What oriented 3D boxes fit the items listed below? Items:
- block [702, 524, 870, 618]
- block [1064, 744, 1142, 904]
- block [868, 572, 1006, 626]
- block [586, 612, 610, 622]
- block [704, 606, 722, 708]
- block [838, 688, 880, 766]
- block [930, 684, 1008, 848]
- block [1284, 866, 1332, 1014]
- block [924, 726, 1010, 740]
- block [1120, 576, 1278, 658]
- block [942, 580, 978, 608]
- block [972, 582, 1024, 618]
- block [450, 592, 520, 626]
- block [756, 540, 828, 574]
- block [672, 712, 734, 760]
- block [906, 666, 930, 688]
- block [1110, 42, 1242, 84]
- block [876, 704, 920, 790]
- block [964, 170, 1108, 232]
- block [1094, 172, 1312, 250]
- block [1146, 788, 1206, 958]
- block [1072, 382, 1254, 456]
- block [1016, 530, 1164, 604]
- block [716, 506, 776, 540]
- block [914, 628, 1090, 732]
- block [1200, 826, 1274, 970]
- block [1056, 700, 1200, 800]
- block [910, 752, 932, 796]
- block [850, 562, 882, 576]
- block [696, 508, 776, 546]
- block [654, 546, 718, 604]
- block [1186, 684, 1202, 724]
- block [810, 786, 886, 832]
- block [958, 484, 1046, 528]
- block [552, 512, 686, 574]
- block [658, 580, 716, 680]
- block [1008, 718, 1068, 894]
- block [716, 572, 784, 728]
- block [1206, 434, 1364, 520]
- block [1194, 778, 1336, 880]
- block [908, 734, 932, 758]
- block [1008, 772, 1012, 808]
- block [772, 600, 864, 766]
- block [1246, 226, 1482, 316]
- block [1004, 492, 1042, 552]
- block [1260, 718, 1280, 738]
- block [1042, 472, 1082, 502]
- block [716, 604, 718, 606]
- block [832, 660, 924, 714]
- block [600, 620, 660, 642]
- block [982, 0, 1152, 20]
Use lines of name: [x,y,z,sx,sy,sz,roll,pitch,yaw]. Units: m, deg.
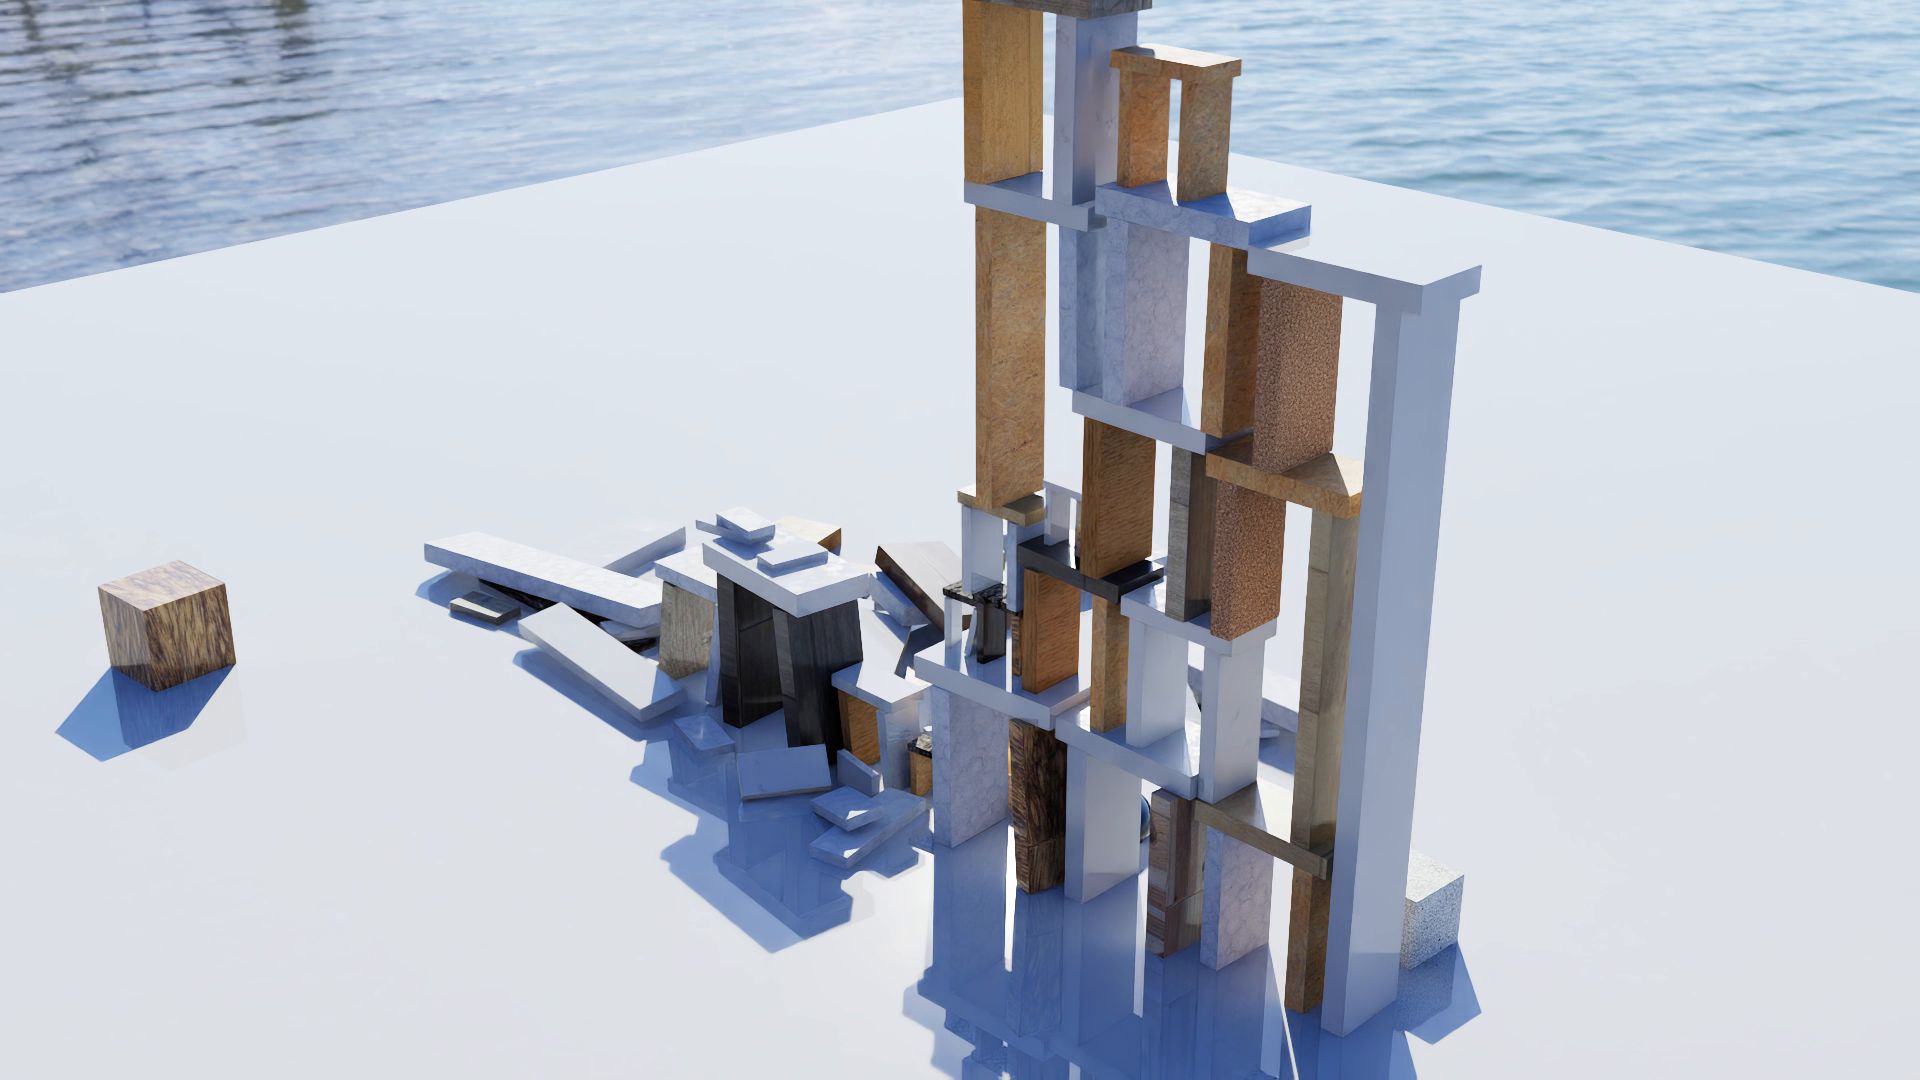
block: [-0.370,0.060,4.631,0.180,0.051,0.359,-17,28,-35]
block: [0.272,0.508,4.149,0.162,0.324,0.046,-21,31,-40]
block: [-0.025,0.130,5.291,0.356,0.050,0.178,-4,29,-32]
block: [-0.832,0.164,5.302,0.072,0.020,0.144,14,18,23]
block: [-0.492,0.240,4.868,0.127,0.254,0.036,-21,43,-41]
block: [-0.206,0.386,4.616,0.026,0.183,0.091,13,26,42]
block: [0.021,0.418,4.337,0.048,0.341,0.171,18,29,39]
block: [0.630,0.668,3.823,0.142,0.283,0.040,-21,31,-41]
block: [0.018,0.429,4.628,0.184,0.092,0.026,-7,15,-16]
block: [0.414,0.131,3.826,0.247,0.035,0.124,21,31,40]
block: [0.022,0.105,4.228,0.104,0.015,0.052,20,30,40]
block: [0.091,0.111,4.149,0.127,0.018,0.063,20,30,40]
block: [-1.153,0.166,5.341,0.159,0.023,0.080,15,27,31]
block: [-0.350,0.035,4.599,0.133,0.019,0.067,-15,26,-31]
block: [-0.552,0.422,4.738,0.079,0.022,0.158,-12,26,-25]
block: [-0.079,0.337,4.934,0.092,0.026,0.184,1,23,3]
block: [0.344,-0.763,3.517,0.096,0.027,0.192,-21,31,-41]
block: [-0.123,0.423,4.527,0.091,0.183,0.026,-21,24,-40]
block: [0.158,-0.588,3.783,0.284,0.040,0.142,21,30,40]
block: [0.392,-0.538,3.571,0.160,0.045,0.320,-21,31,-41]
block: [0.413,0.580,3.978,0.162,0.324,0.046,-19,30,-38]
block: [0.350,-0.220,3.750,0.295,0.042,0.148,22,31,40]
block: [0.234,0.044,3.980,0.123,0.035,0.247,-21,32,-40]
block: [-0.460,-0.037,4.717,0.067,0.019,0.133,-17,27,-34]
block: [0.095,0.262,4.204,0.341,0.048,0.171,19,29,38]
block: [0.499,0.618,3.942,0.142,0.283,0.040,-19,30,-38]
block: [0.347,0.368,4.004,0.162,0.046,0.324,-21,31,-40]
block: [-0.079,0.472,4.514,0.015,0.104,0.052,16,28,33]
block: [-0.219,0.090,5.521,0.149,0.021,0.075,9,24,19]
block: [-0.486,-0.029,4.752,0.158,0.022,0.079,15,27,34]
block: [-0.545,0.081,4.868,0.254,0.036,0.127,20,30,39]
block: [0.463,0.380,4.776,0.110,0.031,0.220,-3,33,-10]
block: [-0.225,0.536,4.403,0.086,0.024,0.172,-19,16,-24]
block: [0.087,-0.070,4.075,0.087,0.025,0.175,-21,30,-41]
block: [-0.878,0.023,5.646,0.169,0.048,0.338,14,27,30]
block: [-0.618,0.191,4.983,0.127,0.254,0.036,-21,40,-41]
block: [0.185,0.486,4.175,0.171,0.341,0.048,-13,21,-28]
block: [-0.441,0.213,4.798,0.051,0.359,0.180,19,29,37]
block: [0.554,-0.107,3.570,0.282,0.040,0.141,21,31,40]
block: [0.564,0.494,3.820,0.142,0.040,0.283,-21,31,-40]
block: [-0.050,0.426,4.472,0.104,0.015,0.052,17,28,34]
block: [0.093,0.507,4.488,0.120,0.060,0.017,24,5,43]
block: [-0.286,0.293,4.606,0.180,0.359,0.051,-18,21,-36]
block: [0.618,-0.416,3.375,0.319,0.045,0.159,21,31,40]
block: [0.155,-0.060,5.843,0.163,0.046,0.327,-4,23,-9]
block: [0.633,0.389,4.777,0.067,0.019,0.133,1,23,-23]
block: [0.207,-0.094,3.962,0.108,0.015,0.054,22,31,39]
block: [-0.620,0.133,5.404,0.120,0.034,0.240,12,26,25]
block: [-0.170,0.303,4.540,0.091,0.026,0.183,-21,31,-40]
block: [-0.761,0.207,5.184,0.158,0.022,0.079,-8,23,-25]
block: [0.152,-0.915,3.651,0.155,0.044,0.310,-21,31,-40]
